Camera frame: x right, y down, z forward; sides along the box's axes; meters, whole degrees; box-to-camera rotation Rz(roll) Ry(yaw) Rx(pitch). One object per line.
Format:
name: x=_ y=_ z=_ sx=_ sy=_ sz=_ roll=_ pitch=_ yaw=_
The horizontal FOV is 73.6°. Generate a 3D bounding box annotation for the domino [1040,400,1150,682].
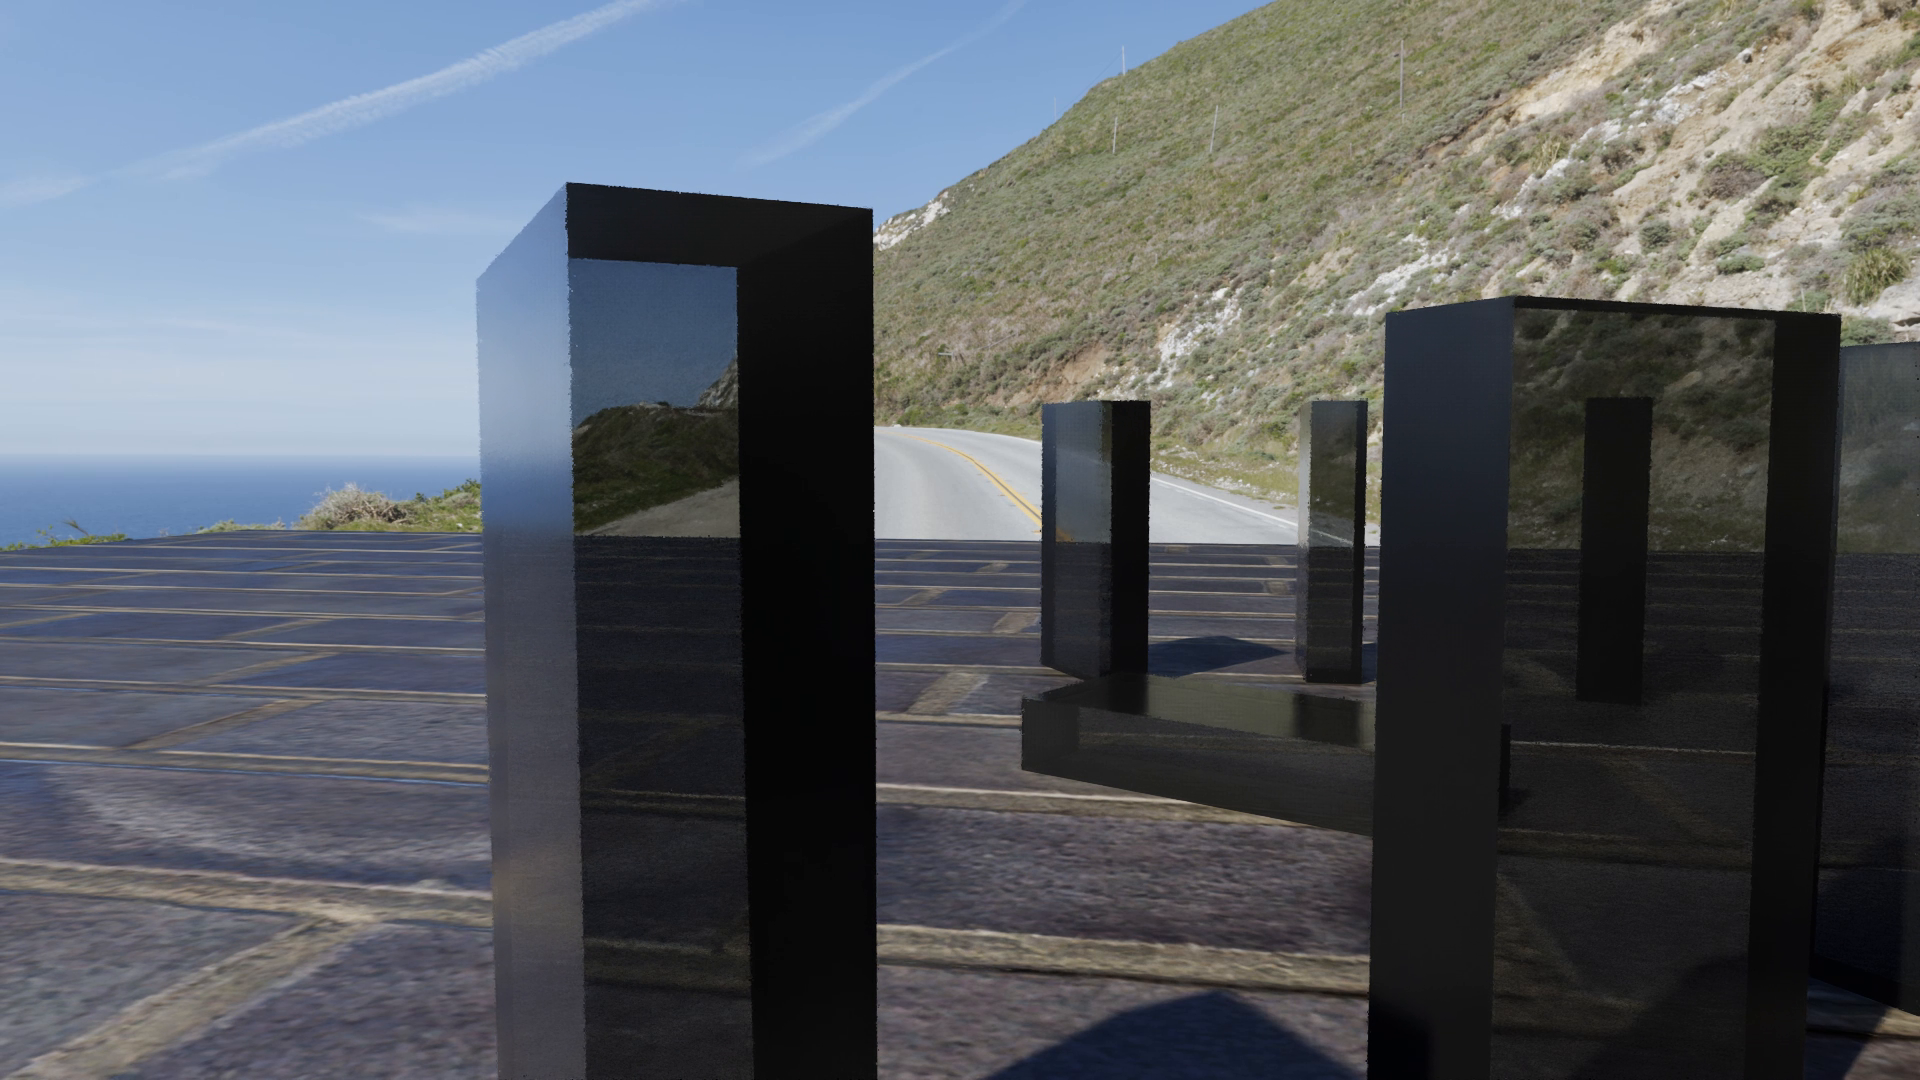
domino: x=0.025 y=0.000 z=0.236 sx=0.010 sy=0.050 sz=0.025 roll=-2 pitch=5 yaw=-21

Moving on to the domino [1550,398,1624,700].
domino: x=0.110 y=0.001 z=0.225 sx=0.010 sy=0.050 sz=0.025 roll=2 pitch=5 yaw=26

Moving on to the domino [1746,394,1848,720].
domino: x=0.136 y=0.002 z=0.208 sx=0.009 sy=0.050 sz=0.025 roll=3 pitch=5 yaw=39

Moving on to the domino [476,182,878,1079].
domino: x=-0.013 y=0.014 z=0.052 sx=0.009 sy=0.050 sz=0.025 roll=-2 pitch=5 yaw=-26

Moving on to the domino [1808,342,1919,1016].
domino: x=0.076 y=0.011 z=0.094 sx=0.010 sy=0.050 sz=0.025 roll=-2 pitch=5 yaw=-25

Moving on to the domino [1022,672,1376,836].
domino: x=0.035 y=0.026 z=0.162 sx=0.050 sy=0.009 sz=0.025 roll=3 pitch=5 yaw=38

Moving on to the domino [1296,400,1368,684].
domino: x=0.069 y=0.000 z=0.238 sx=0.009 sy=0.050 sz=0.025 roll=1 pitch=4 yaw=10

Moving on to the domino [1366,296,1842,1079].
domino: x=0.038 y=0.012 z=0.076 sx=0.025 sy=0.050 sz=0.010 roll=-2 pitch=5 yaw=-22
